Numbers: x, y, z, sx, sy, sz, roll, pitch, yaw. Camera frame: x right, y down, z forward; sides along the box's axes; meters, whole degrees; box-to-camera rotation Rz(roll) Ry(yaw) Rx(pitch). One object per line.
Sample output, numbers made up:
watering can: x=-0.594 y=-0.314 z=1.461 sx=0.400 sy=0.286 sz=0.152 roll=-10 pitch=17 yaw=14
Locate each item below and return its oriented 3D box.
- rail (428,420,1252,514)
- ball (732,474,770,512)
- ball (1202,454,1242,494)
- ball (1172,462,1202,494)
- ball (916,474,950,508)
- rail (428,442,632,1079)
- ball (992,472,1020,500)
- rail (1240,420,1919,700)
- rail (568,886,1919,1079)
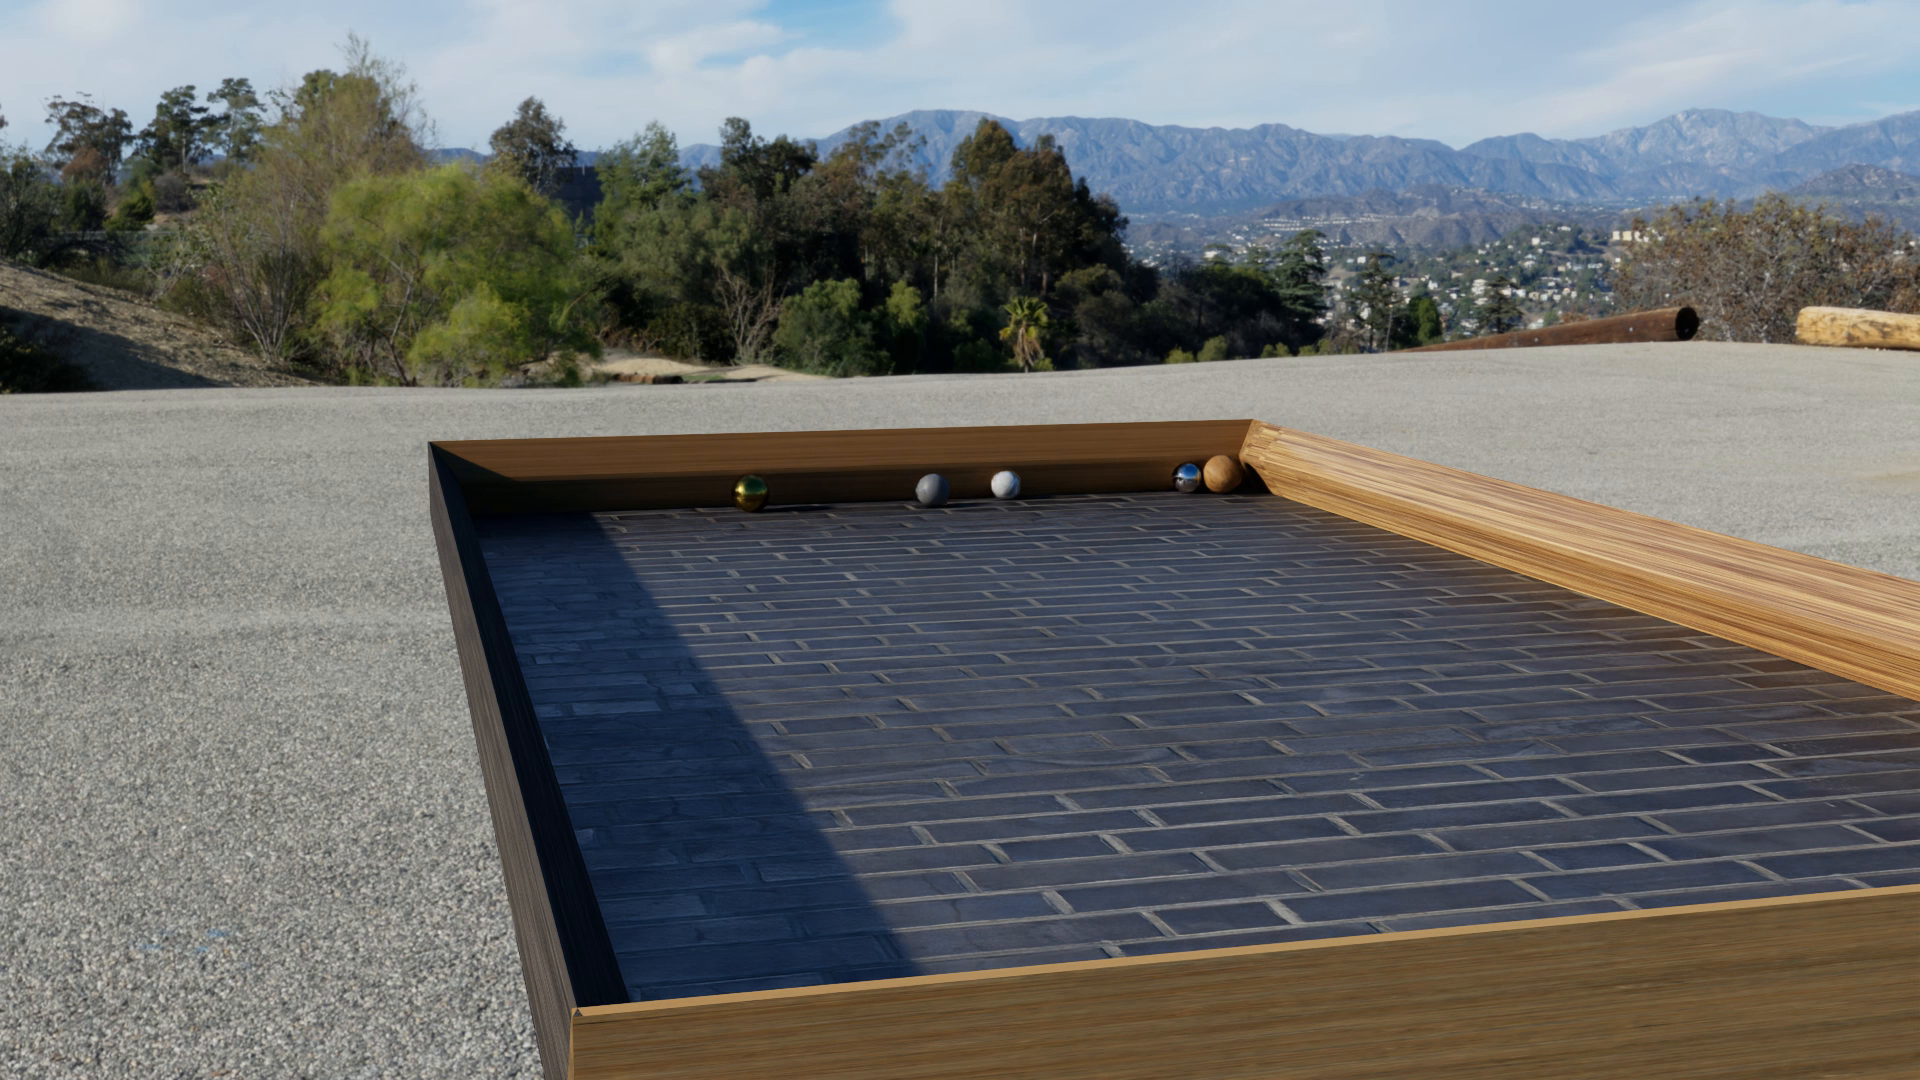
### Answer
rail: x=-0.169 y=-0.129 z=3.871 sx=1.489 sy=0.125 sz=0.045 roll=-2 pitch=9 yaw=-15
ball: x=-0.356 y=-0.079 z=3.750 sx=0.065 sy=0.065 sz=0.065 roll=0 pitch=9 yaw=0
ball: x=0.476 y=-0.119 z=3.988 sx=0.071 sy=0.071 sz=0.071 roll=0 pitch=9 yaw=0
ball: x=0.413 y=-0.113 z=3.995 sx=0.056 sy=0.056 sz=0.056 roll=0 pitch=9 yaw=0
ball: x=-0.047 y=-0.086 z=3.814 sx=0.058 sy=0.058 sz=0.058 roll=0 pitch=9 yaw=0
rail: x=-0.521 y=0.095 z=2.409 sx=0.045 sy=0.125 sz=2.725 roll=-2 pitch=9 yaw=-15
ball: x=0.081 y=-0.097 z=3.913 sx=0.051 sy=0.051 sz=0.051 roll=0 pitch=9 yaw=0
rail: x=0.872 y=0.039 z=2.776 sx=0.045 sy=0.125 sz=2.725 roll=-2 pitch=9 yaw=-15
rail: x=0.521 y=0.263 z=1.314 sx=1.489 sy=0.125 sz=0.045 roll=-2 pitch=9 yaw=-15
